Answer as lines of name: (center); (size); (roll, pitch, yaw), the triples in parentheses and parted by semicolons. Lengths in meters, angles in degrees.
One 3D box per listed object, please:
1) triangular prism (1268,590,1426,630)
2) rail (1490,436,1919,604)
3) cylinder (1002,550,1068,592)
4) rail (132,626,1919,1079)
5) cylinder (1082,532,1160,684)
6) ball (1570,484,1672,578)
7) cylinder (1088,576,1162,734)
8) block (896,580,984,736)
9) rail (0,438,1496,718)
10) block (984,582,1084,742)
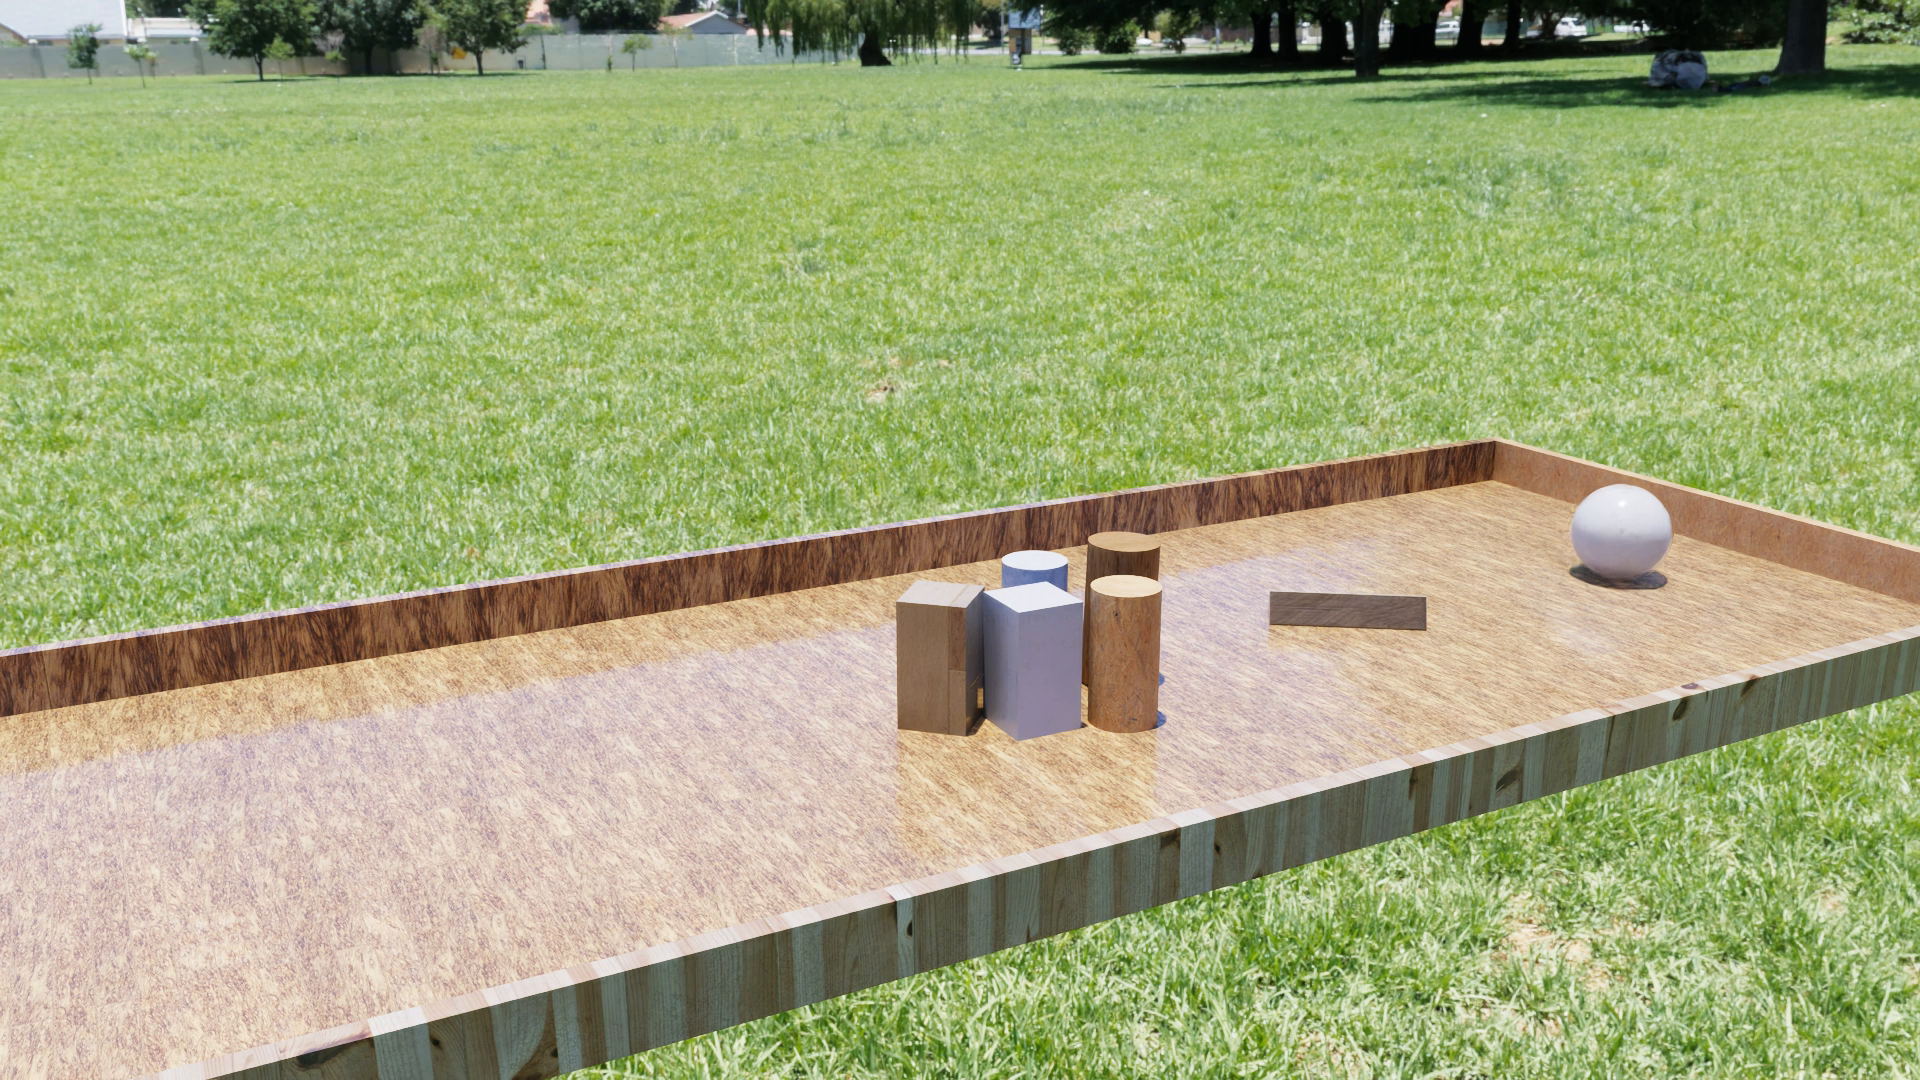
triangular prism: (1.071, 0.187, 4.566); (0.424, 0.082, 0.094); (2, 16, 6)
rail: (2.466, -0.048, 5.253); (0.050, 0.150, 2.100); (-9, 18, -27)
cylinder: (0.184, 0.203, 4.093); (0.163, 0.321, 0.163); (0, 16, 0)
rail: (-2.336, 1.006, 1.665); (12.000, 0.150, 0.050); (-9, 18, -27)
cylinder: (0.398, 0.177, 4.102); (0.178, 0.361, 0.178); (2, 16, -1)
ball: (1.979, -0.026, 4.941); (0.283, 0.283, 0.283); (0, 16, 0)
cylinder: (0.385, 0.266, 3.860); (0.165, 0.333, 0.165); (0, 16, 0)
block: (-0.044, 0.275, 3.862); (0.165, 0.315, 0.165); (5, 17, 15)
rail: (-3.305, 0.497, 3.399); (12.000, 0.150, 0.050); (-9, 18, -27)
block: (0.168, 0.280, 3.847); (0.169, 0.312, 0.169); (-8, 18, -26)
